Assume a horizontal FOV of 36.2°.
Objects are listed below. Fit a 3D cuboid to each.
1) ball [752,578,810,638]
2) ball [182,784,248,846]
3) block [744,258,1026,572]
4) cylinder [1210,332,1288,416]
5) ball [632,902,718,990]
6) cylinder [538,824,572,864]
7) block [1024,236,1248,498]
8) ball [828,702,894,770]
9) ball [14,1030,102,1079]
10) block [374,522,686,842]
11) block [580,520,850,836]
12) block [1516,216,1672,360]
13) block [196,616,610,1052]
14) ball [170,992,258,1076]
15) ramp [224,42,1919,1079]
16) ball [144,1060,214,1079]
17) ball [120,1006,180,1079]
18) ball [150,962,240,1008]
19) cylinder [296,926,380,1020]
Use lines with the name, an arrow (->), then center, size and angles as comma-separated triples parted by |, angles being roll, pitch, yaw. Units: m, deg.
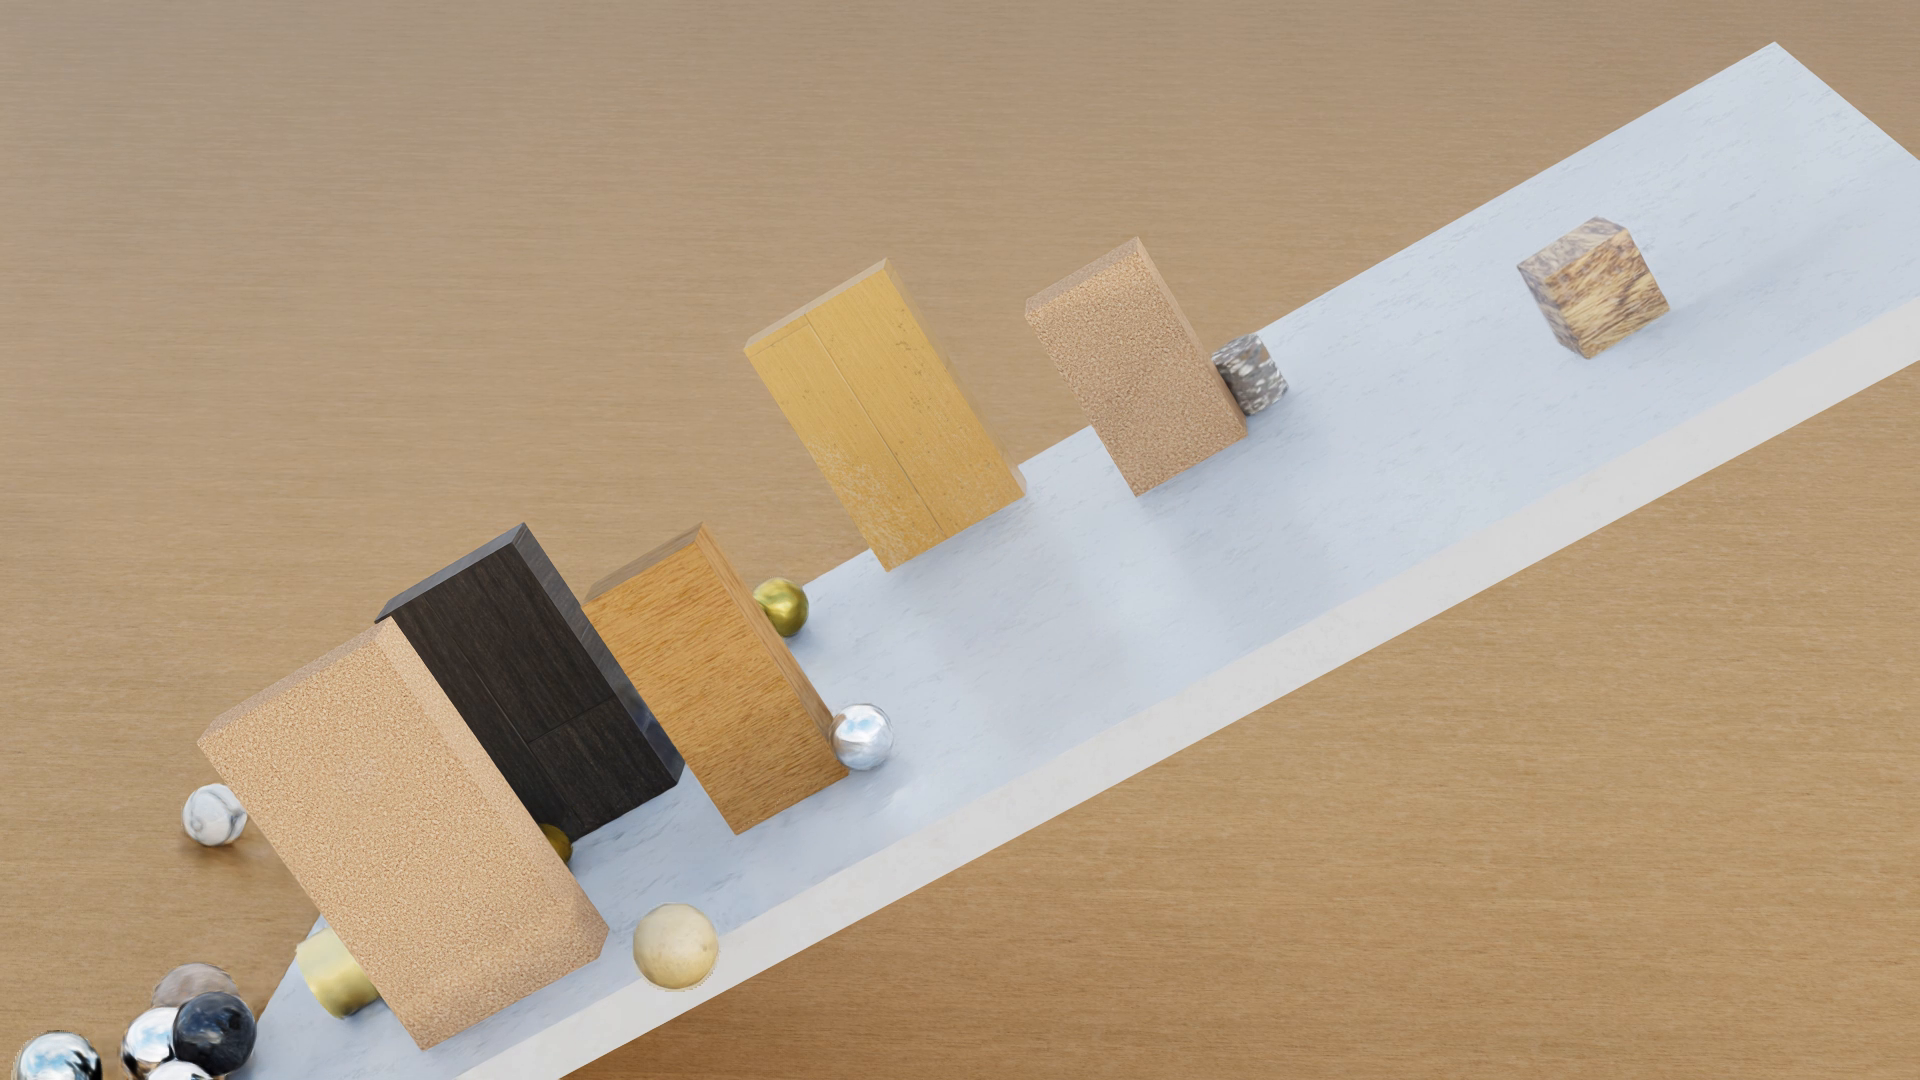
ball -> -0.432, 0.162, 7.000 | 0.146, 0.146, 0.146 | 0, 19, 0
ball -> -1.960, 0.724, 7.736 | 0.164, 0.164, 0.164 | 0, 19, 0
block -> -0.173, -0.292, 6.961 | 0.386, 0.639, 0.109 | -29, 15, 13
cylinder -> 0.635, -0.366, 6.533 | 0.137, 0.137, 0.137 | -30, 15, 9
ball -> -0.518, 0.739, 5.352 | 0.157, 0.157, 0.157 | 0, 19, 0
cylinder -> -0.909, 0.687, 6.349 | 0.109, 0.109, 0.109 | 6, 30, 17
block -> 0.385, -0.377, 6.409 | 0.280, 0.476, 0.141 | -29, 15, 13
ball -> -0.195, 0.387, 5.813 | 0.131, 0.131, 0.131 | 0, 19, 0
ball -> -1.970, 1.167, 6.426 | 0.187, 0.187, 0.187 | 0, 19, 0
block -> -0.942, 0.335, 6.481 | 0.364, 0.654, 0.135 | -29, 15, 13
block -> -0.480, 0.279, 5.884 | 0.269, 0.569, 0.130 | -29, 15, 13
block -> 1.213, -0.485, 5.639 | 0.182, 0.182, 0.182 | -32, 15, 2
block -> -1.080, 0.581, 5.745 | 0.423, 0.768, 0.126 | -29, 15, 13
ball -> -1.625, 1.075, 6.404 | 0.184, 0.184, 0.184 | 0, 19, 0
ramp -> 0.142, 0.168, 6.288 | 4.000, 0.100, 2.000 | -29, 15, 13
ball -> -1.640, 1.175, 6.169 | 0.165, 0.165, 0.165 | 0, 19, 0
ball -> -1.762, 1.131, 6.521 | 0.195, 0.195, 0.195 | 0, 19, 0
ball -> -1.742, 1.063, 6.708 | 0.198, 0.198, 0.198 | 0, 19, 0
cylinder -> -1.288, 0.896, 6.299 | 0.189, 0.189, 0.189 | -32, 20, 4
